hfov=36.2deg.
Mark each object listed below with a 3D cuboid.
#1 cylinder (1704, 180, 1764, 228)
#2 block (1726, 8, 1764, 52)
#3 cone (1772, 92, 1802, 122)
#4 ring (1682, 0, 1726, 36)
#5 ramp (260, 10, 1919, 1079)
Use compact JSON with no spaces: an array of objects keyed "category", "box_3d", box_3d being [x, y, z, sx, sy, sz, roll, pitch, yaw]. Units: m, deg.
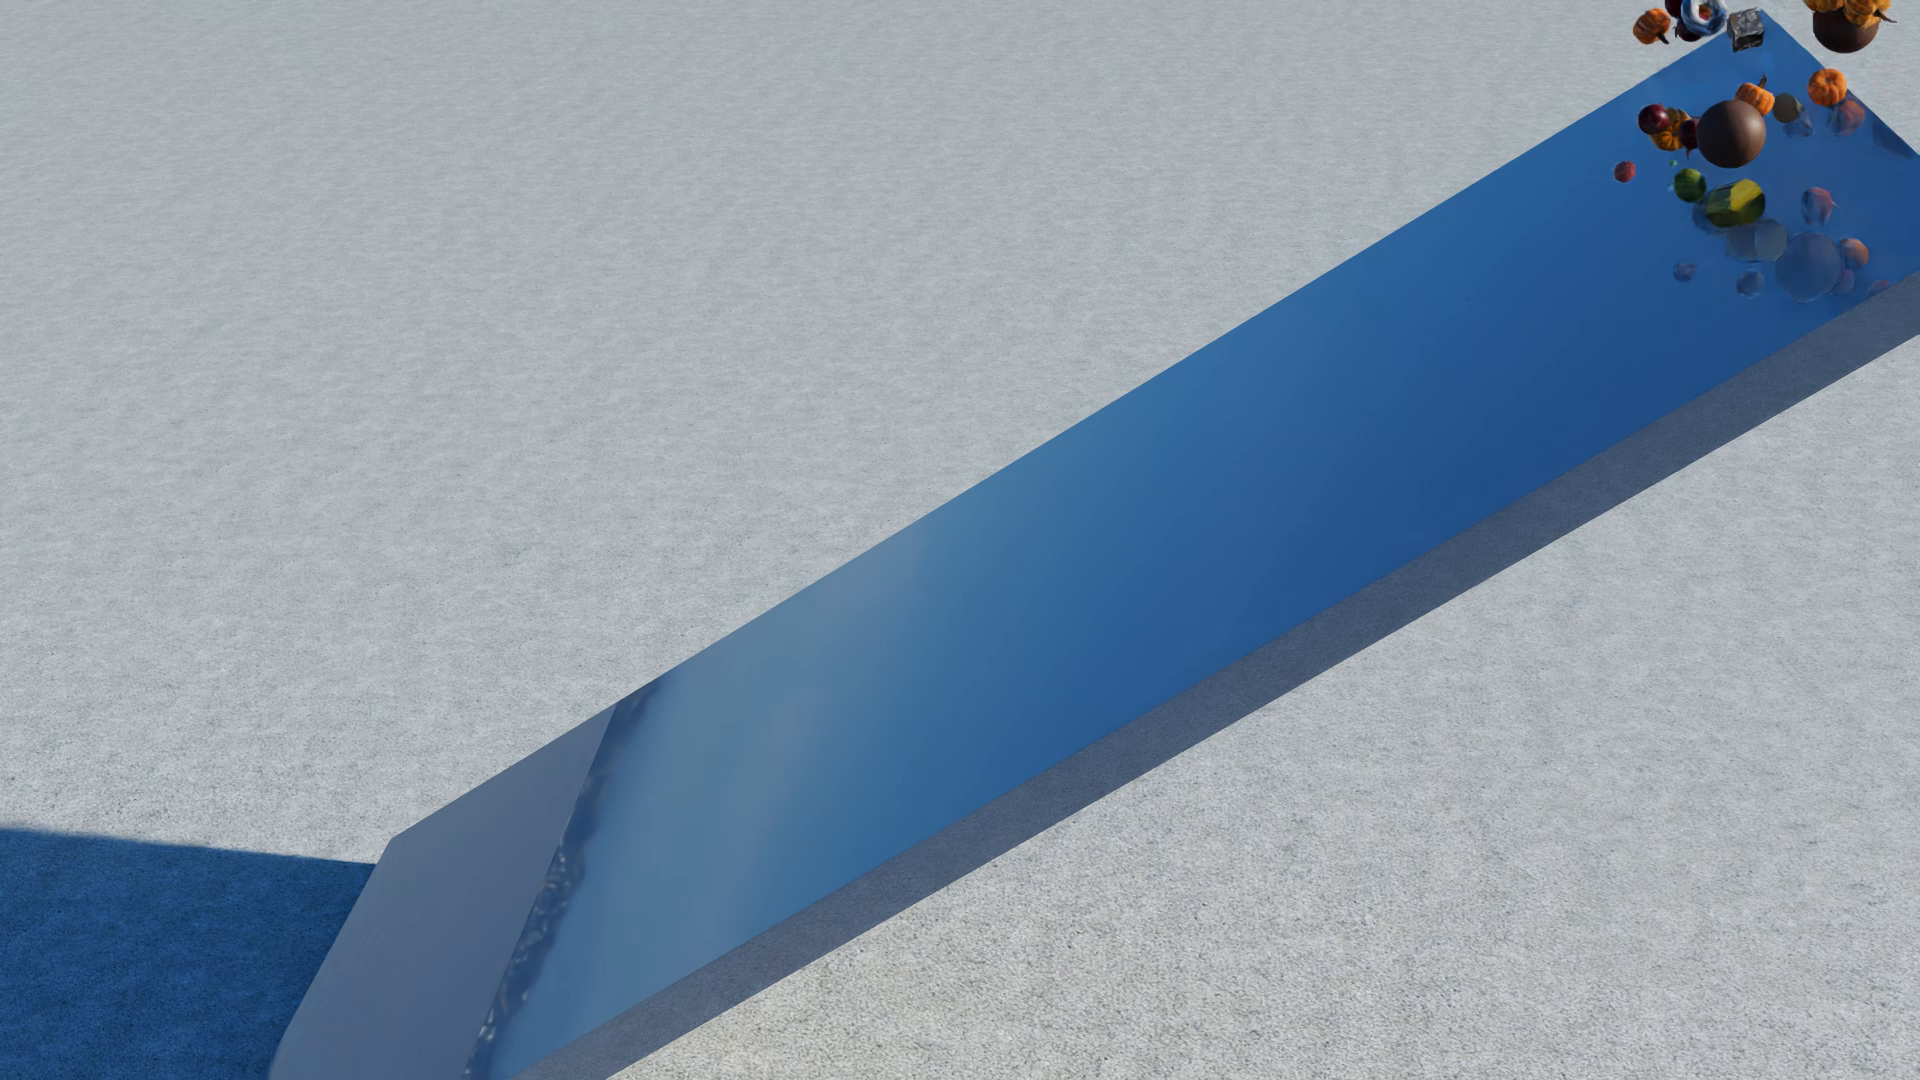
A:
[{"category":"cylinder","box_3d":[1.470,-0.638,5.582,0.080,0.080,0.080,-8,1,-22]},{"category":"block","box_3d":[1.470,-0.955,5.506,0.053,0.053,0.053,-14,-22,4]},{"category":"cone","box_3d":[1.690,-0.877,5.958,0.062,0.062,0.062,-10,22,-38]},{"category":"ring","box_3d":[1.406,-0.998,5.558,0.093,0.093,0.031,-6,-5,-16]},{"category":"ramp","box_3d":[0.139,0.171,6.297,4.000,0.100,2.000,-31,15,14]}]
